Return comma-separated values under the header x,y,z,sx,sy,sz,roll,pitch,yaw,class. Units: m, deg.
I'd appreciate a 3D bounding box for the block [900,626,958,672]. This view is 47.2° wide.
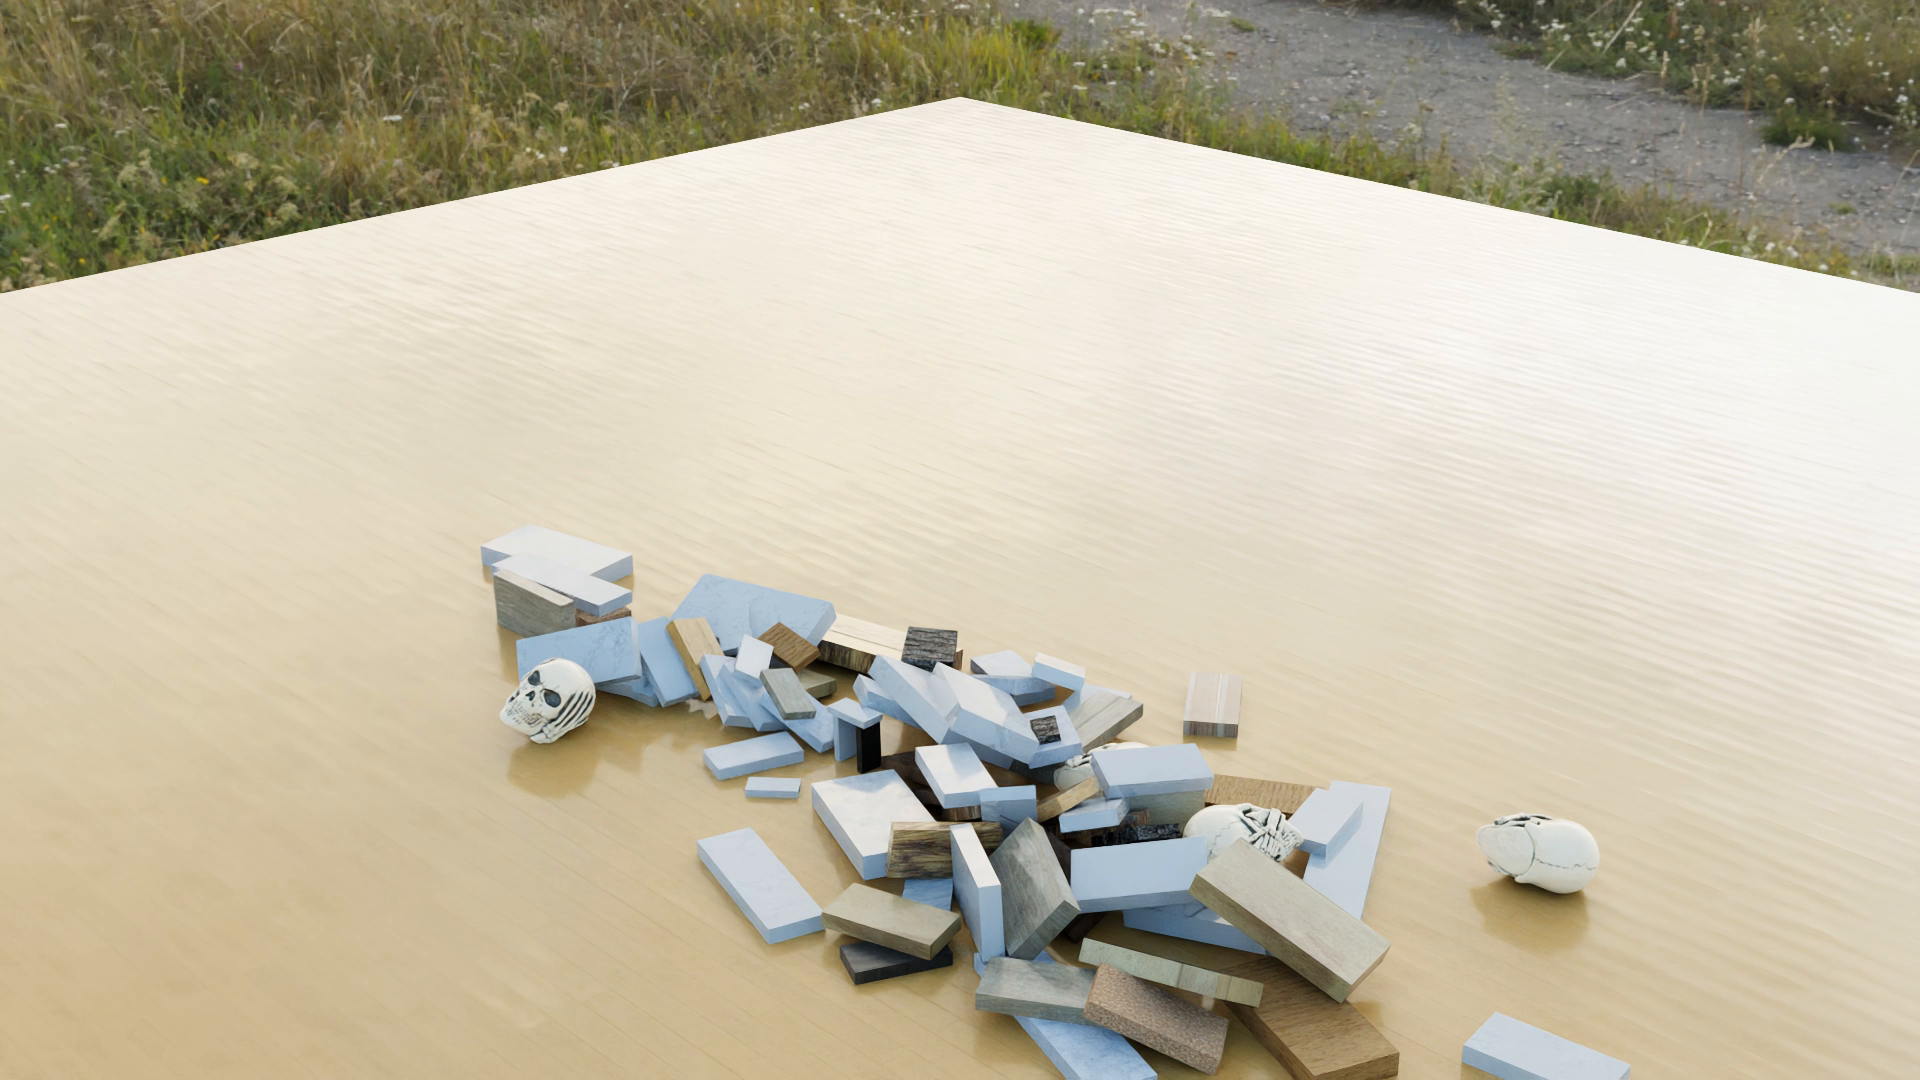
x,y,z,sx,sy,sz,roll,pitch,yaw,class
-0.068,0.250,4.958,0.115,0.033,0.230,5,15,1,block

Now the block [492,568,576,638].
x,y,z,sx,sy,sz,roll,pitch,yaw,class
-1.002,0.171,5.185,0.267,0.134,0.038,20,31,39,block

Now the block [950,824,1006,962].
x,y,z,sx,sy,sz,roll,pitch,yaw,class
0.030,0.640,4.018,0.041,0.144,0.287,-6,16,-9,block

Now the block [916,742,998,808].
x,y,z,sx,sy,sz,roll,pitch,yaw,class
-0.007,0.459,4.298,0.108,0.031,0.217,-4,20,-15,block

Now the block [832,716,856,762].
x,y,z,sx,sy,sz,roll,pitch,yaw,class
-0.242,0.409,4.656,0.054,0.109,0.015,-21,29,-41,block

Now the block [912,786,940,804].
x,y,z,sx,sy,sz,roll,pitch,yaw,class
-0.020,0.510,4.419,0.093,0.026,0.186,-7,-1,-27,block

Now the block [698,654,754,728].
x,y,z,sx,sy,sz,roll,pitch,yaw,class
-0.497,0.332,4.826,0.099,0.028,0.199,10,34,-33,block

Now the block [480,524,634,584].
x,y,z,sx,sy,sz,roll,pitch,yaw,class
-1.024,0.048,5.583,0.355,0.050,0.178,15,27,31,block

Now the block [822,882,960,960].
x,y,z,sx,sy,sz,roll,pitch,yaw,class
-0.126,0.695,4.015,0.228,0.032,0.114,12,26,26,block

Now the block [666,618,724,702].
x,y,z,sx,sy,sz,roll,pitch,yaw,class
-0.572,0.266,4.918,0.099,0.028,0.199,-3,56,-51,block

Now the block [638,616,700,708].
x,y,z,sx,sy,sz,roll,pitch,yaw,class
-0.657,0.270,4.897,0.099,0.028,0.199,-16,66,-34,block

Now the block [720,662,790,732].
x,y,z,sx,sy,sz,roll,pitch,yaw,class
-0.440,0.341,4.803,0.095,0.027,0.191,1,39,-42,block

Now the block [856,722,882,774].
x,y,z,sx,sy,sz,roll,pitch,yaw,class
-0.191,0.430,4.606,0.054,0.109,0.015,-21,29,-40,block

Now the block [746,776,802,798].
x,y,z,sx,sy,sz,roll,pitch,yaw,class
-0.385,0.510,4.538,0.109,0.015,0.054,2,23,4,block

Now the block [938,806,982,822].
x,y,z,sx,sy,sz,roll,pitch,yaw,class
0.040,0.529,4.339,0.108,0.031,0.217,-8,-6,-18,block

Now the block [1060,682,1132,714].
x,y,z,sx,sy,sz,roll,pitch,yaw,class
0.275,0.386,4.808,0.117,0.033,0.235,12,26,25,block

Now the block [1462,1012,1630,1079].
x,y,z,sx,sy,sz,roll,pitch,yaw,class
0.975,0.872,3.662,0.242,0.034,0.121,17,28,35,block

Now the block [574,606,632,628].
x,y,z,sx,sy,sz,roll,pitch,yaw,class
-0.895,0.160,5.258,0.115,0.033,0.230,-18,29,-36,block

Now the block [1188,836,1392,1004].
x,y,z,sx,sy,sz,roll,pitch,yaw,class
0.581,0.666,3.879,0.328,0.046,0.164,34,34,22,block

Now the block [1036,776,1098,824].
x,y,z,sx,sy,sz,roll,pitch,yaw,class
0.163,0.530,4.310,0.108,0.031,0.217,-24,-5,-44,block

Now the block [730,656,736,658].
x,y,z,sx,sy,sz,roll,pitch,yaw,class
-0.606,0.237,5.164,0.214,0.030,0.107,20,30,38,block

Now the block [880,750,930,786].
x,y,z,sx,sy,sz,roll,pitch,yaw,class
-0.072,0.473,4.549,0.093,0.026,0.186,-6,11,-36,block

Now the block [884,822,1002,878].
x,y,z,sx,sy,sz,roll,pitch,yaw,class
-0.031,0.587,4.167,0.210,0.105,0.030,2,24,-14,block

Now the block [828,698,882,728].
x,y,z,sx,sy,sz,roll,pitch,yaw,class
-0.220,0.363,4.606,0.109,0.015,0.054,20,30,39,block

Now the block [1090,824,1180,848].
x,y,z,sx,sy,sz,roll,pitch,yaw,class
0.337,0.572,4.234,0.092,0.026,0.184,0,-14,-26,block

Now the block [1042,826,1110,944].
x,y,z,sx,sy,sz,roll,pitch,yaw,class
0.185,0.644,4.117,0.125,0.035,0.249,-43,36,-10,block

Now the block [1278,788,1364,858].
x,y,z,sx,sy,sz,roll,pitch,yaw,class
0.711,0.555,4.329,0.099,0.028,0.199,13,26,28,block

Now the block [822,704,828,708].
x,y,z,sx,sy,sz,roll,pitch,yaw,class
-0.336,0.382,4.833,0.148,0.021,0.074,13,26,29,block

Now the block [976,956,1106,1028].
x,y,z,sx,sy,sz,roll,pitch,yaw,class
0.156,0.779,3.795,0.238,0.034,0.119,5,24,13,block

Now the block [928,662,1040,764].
x,y,z,sx,sy,sz,roll,pitch,yaw,class
0.045,0.356,4.564,0.177,0.050,0.354,25,7,-13,block

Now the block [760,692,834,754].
x,y,z,sx,sy,sz,roll,pitch,yaw,class
-0.332,0.381,4.746,0.191,0.027,0.095,36,35,26,block

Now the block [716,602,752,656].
x,y,z,sx,sy,sz,roll,pitch,yaw,class
-0.514,0.204,5.017,0.072,0.020,0.143,-14,41,1,block

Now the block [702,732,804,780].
x,y,z,sx,sy,sz,roll,pitch,yaw,class
-0.437,0.456,4.652,0.191,0.027,0.095,-11,26,-24,block

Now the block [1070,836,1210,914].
x,y,z,sx,sy,sz,roll,pitch,yaw,class
0.328,0.610,4.003,0.249,0.035,0.125,-7,39,9,block

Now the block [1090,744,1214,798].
x,y,z,sx,sy,sz,roll,pitch,yaw,class
0.380,0.456,4.353,0.220,0.031,0.110,-3,33,-16,block

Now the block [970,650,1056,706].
x,y,z,sx,sy,sz,roll,pitch,yaw,class
0.119,0.313,4.984,0.106,0.030,0.212,-11,25,-24,block
